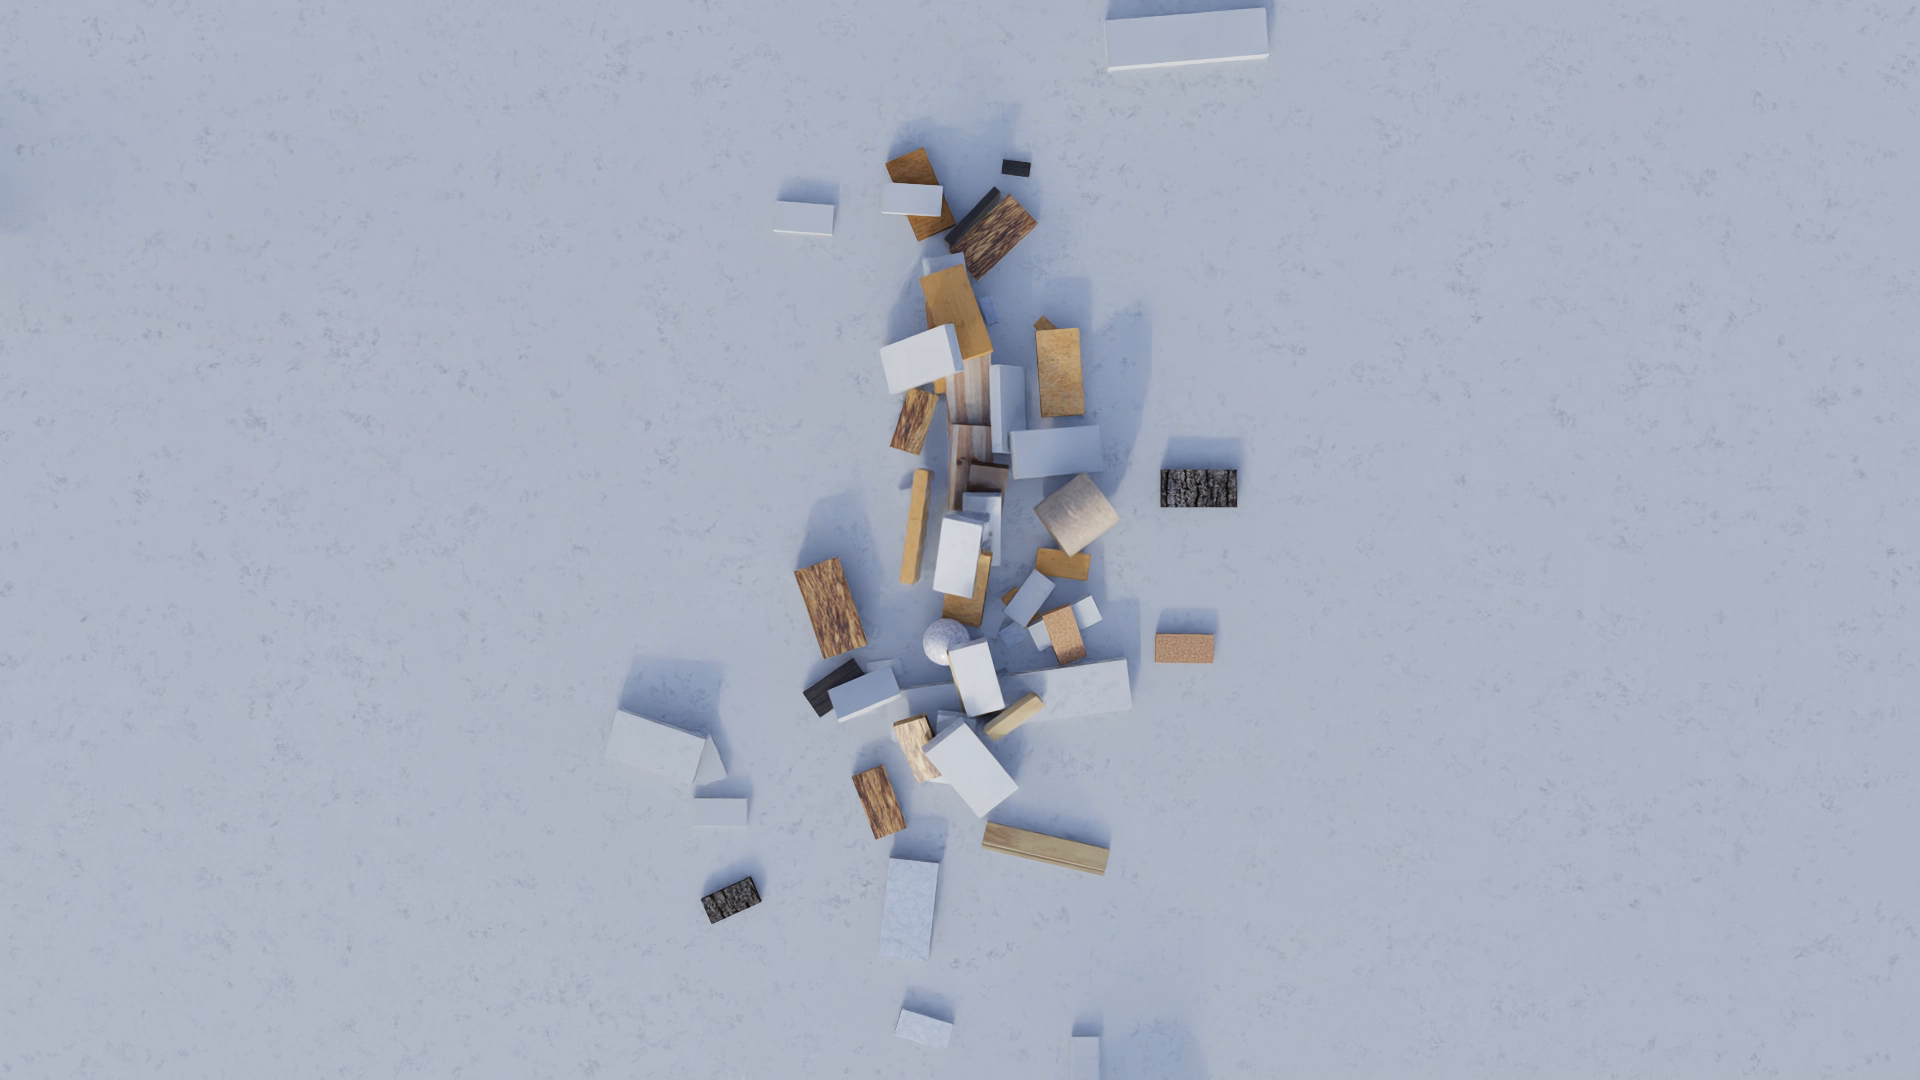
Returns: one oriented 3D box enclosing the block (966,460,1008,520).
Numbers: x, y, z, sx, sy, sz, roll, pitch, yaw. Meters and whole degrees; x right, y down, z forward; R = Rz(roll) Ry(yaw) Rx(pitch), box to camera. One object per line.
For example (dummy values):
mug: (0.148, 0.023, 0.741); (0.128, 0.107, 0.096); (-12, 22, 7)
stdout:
block: (0.081, -0.133, 5.421); (0.125, 0.035, 0.250); (7, 115, -2)

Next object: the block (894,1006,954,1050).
block: (-0.120, 1.626, 5.487); (0.179, 0.025, 0.090); (17, 90, 0)

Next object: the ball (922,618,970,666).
ball: (-0.044, 0.336, 5.422); (0.156, 0.156, 0.156); (0, 90, 0)

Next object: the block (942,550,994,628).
block: (0.023, 0.152, 5.420); (0.131, 0.037, 0.261); (12, 114, 8)

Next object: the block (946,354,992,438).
block: (0.029, -0.493, 5.437); (0.150, 0.043, 0.301); (-2, 105, -1)

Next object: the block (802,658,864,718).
block: (-0.410, 0.491, 5.486); (0.203, 0.029, 0.102); (-35, 90, 0)

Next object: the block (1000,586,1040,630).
block: (0.199, 0.225, 5.472); (0.065, 0.018, 0.130); (-38, 90, 0)

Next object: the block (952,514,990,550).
block: (0.021, 0.049, 5.428); (0.130, 0.037, 0.261); (6, 115, 0)

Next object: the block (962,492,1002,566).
block: (0.071, -0.035, 5.429); (0.125, 0.035, 0.250); (1, 115, 1)

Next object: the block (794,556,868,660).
block: (-0.425, 0.224, 5.450); (0.153, 0.043, 0.306); (-19, 90, 0)

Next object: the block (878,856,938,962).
block: (-0.170, 1.224, 5.477); (0.164, 0.047, 0.328); (6, 90, 0)

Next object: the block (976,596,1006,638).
block: (0.111, 0.257, 5.491); (0.065, 0.018, 0.130); (23, 90, 0)

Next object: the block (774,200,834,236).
block: (-0.519, -1.070, 5.486); (0.194, 0.028, 0.097); (4, 90, 0)

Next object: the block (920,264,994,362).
block: (-0.012, -0.731, 5.362); (0.150, 0.043, 0.301); (-19, 85, -1)

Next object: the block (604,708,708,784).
block: (-1.006, 0.681, 5.461); (0.311, 0.044, 0.155); (18, 94, 4)

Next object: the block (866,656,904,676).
block: (-0.247, 0.430, 5.492); (0.120, 0.017, 0.060); (-11, 90, 0)

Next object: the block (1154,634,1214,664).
block: (0.746, 0.361, 5.486); (0.192, 0.027, 0.096); (1, 90, 0)

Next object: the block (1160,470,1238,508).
block: (0.794, -0.171, 5.482); (0.250, 0.035, 0.125); (0, 90, 0)

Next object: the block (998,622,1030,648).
block: (0.197, 0.300, 5.491); (0.130, 0.018, 0.065); (-32, 90, 0)

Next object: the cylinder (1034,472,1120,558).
cylinder: (0.381, -0.082, 5.399); (0.203, 0.203, 0.203); (-36, 90, 0)

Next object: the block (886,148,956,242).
block: (-0.131, -1.148, 5.480); (0.138, 0.039, 0.275); (-23, 90, 0)

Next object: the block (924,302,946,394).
block: (-0.024, -0.643, 5.444); (0.150, 0.043, 0.301); (-7, 103, 0)

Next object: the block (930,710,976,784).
block: (-0.023, 0.686, 5.434); (0.126, 0.036, 0.253); (7, 113, 0)

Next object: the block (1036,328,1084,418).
block: (0.332, -0.554, 5.472); (0.143, 0.041, 0.286); (-4, 93, 0)

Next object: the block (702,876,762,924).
block: (-0.761, 1.199, 5.487); (0.179, 0.025, 0.090); (-24, 90, 0)

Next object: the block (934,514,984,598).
block: (-0.004, 0.053, 5.344); (0.131, 0.037, 0.261); (12, 114, 8)

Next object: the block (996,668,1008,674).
block: (0.118, 0.460, 5.493); (0.092, 0.013, 0.046); (-20, 90, 0)

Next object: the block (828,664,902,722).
block: (-0.313, 0.505, 5.431); (0.222, 0.031, 0.111); (-23, 62, 0)

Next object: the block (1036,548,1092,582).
block: (0.341, 0.081, 5.487); (0.177, 0.025, 0.089); (8, 90, 0)

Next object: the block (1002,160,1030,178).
block: (0.187, -1.238, 5.493); (0.094, 0.013, 0.047); (7, 90, 0)
